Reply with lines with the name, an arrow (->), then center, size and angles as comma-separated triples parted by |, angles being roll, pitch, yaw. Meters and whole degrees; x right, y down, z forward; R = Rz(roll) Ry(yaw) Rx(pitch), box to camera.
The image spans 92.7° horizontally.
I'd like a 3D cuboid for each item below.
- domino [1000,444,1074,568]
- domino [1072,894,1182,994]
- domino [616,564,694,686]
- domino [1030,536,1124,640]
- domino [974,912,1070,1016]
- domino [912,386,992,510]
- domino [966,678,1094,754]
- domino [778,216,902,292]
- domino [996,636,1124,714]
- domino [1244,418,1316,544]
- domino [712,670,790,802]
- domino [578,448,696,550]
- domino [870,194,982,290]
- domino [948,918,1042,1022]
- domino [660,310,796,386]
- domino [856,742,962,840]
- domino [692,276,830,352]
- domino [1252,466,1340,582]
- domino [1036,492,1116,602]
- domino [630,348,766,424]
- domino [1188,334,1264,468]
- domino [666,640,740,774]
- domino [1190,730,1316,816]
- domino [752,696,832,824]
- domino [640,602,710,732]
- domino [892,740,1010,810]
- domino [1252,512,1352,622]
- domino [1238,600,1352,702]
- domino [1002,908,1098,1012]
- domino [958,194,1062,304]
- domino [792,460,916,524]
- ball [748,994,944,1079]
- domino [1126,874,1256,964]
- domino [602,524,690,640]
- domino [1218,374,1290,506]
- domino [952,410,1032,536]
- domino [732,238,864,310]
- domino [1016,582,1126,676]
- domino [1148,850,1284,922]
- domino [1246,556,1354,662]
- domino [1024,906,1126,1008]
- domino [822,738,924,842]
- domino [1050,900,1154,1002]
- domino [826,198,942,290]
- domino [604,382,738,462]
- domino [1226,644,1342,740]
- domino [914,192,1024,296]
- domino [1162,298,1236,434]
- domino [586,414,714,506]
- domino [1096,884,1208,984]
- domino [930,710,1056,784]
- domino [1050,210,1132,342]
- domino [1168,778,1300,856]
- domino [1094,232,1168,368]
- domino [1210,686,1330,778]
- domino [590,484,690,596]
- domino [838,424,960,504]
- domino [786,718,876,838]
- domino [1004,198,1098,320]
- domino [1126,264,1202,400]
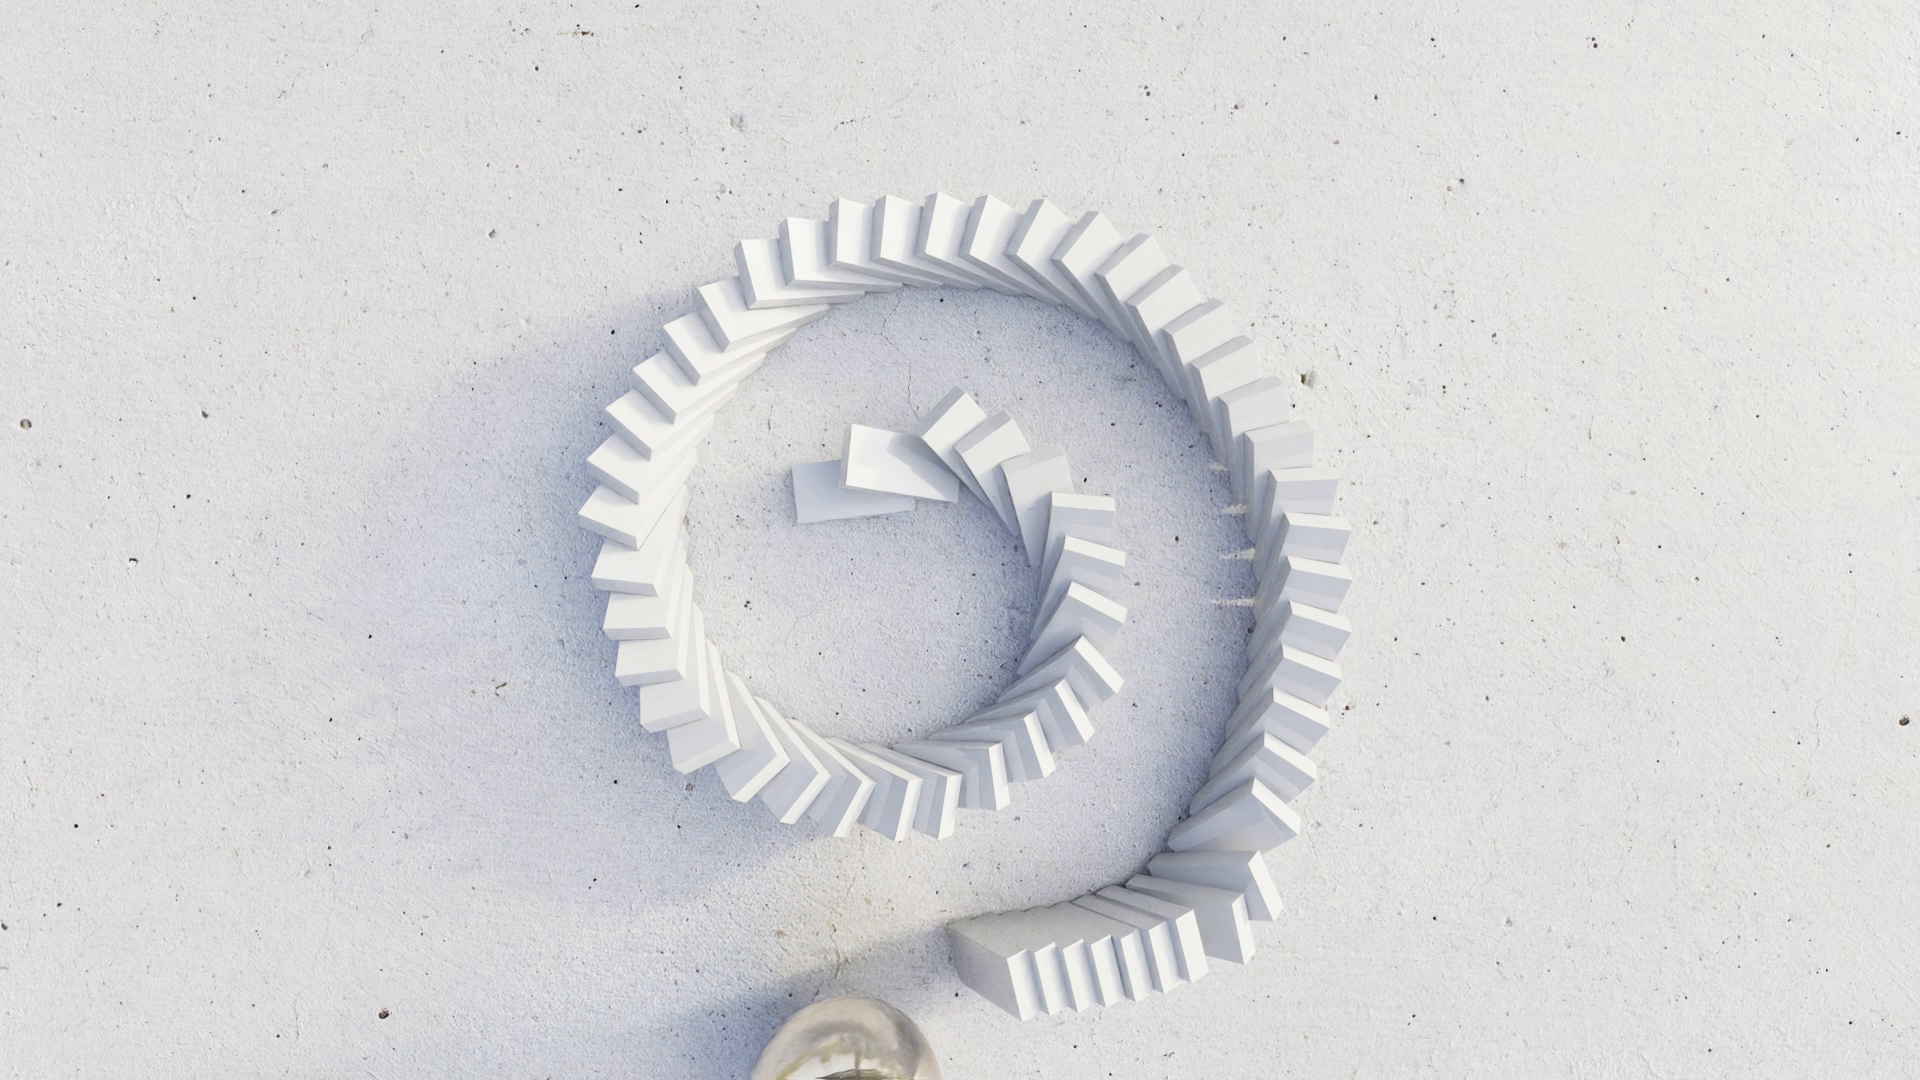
domino -> 0.035, -0.014, 0.381 | 0.025, 0.009, 0.050 | -19, 127, 0
domino -> 0.067, 0.164, 0.376 | 0.010, 0.050, 0.025 | -14, 90, -30
domino -> -0.127, 0.035, 0.382 | 0.025, 0.009, 0.050 | -7, 56, 0
domino -> 0.048, 0.024, 0.382 | 0.025, 0.009, 0.050 | 16, 126, 0
domino -> 0.024, 0.172, 0.376 | 0.010, 0.050, 0.025 | -14, 90, -29
domino -> 0.006, -0.038, 0.381 | 0.025, 0.009, 0.050 | -46, 128, 0
domino -> 0.028, 0.078, 0.382 | 0.050, 0.010, 0.025 | -28, 90, 36
domino -> -0.049, -0.118, 0.382 | 0.050, 0.010, 0.025 | -7, 89, -34
domino -> 0.041, 0.063, 0.381 | 0.025, 0.010, 0.050 | 48, 126, 0
domino -> 0.133, -0.024, 0.382 | 0.025, 0.010, 0.050 | -12, 124, 0
domino -> -0.093, 0.081, 0.382 | 0.025, 0.010, 0.050 | -43, 55, 0
domino -> -0.133, -0.022, 0.382 | 0.025, 0.010, 0.050 | 22, 55, 0
domino -> -0.012, -0.123, 0.382 | 0.050, 0.010, 0.025 | 6, 90, -34
domino -> 0.013, 0.175, 0.376 | 0.010, 0.050, 0.025 | -14, 90, -29
domino -> -0.096, -0.086, 0.382 | 0.050, 0.009, 0.025 | -37, 90, -34
domino -> -0.024, 0.104, 0.381 | 0.050, 0.010, 0.025 | 9, 90, 36
domino -> -0.082, -0.099, 0.382 | 0.050, 0.009, 0.025 | -31, 90, -34
domino -> 0.139, -0.006, 0.382 | 0.025, 0.009, 0.050 | -3, 124, -1
domino -> 0.048, 0.005, 0.381 | 0.025, 0.010, 0.050 | 5, 126, 0
domino -> -0.108, -0.072, 0.382 | 0.025, 0.009, 0.050 | 45, 56, 0
domino -> 0.115, -0.057, 0.382 | 0.025, 0.010, 0.050 | -27, 123, 0
domino -> -0.110, 0.069, 0.382 | 0.025, 0.009, 0.050 | -25, 55, 1
domino -> 0.121, 0.104, 0.382 | 0.025, 0.009, 0.050 | 33, 123, 0
domino -> -0.078, 0.091, 0.382 | 0.050, 0.010, 0.025 | 39, 90, 35
domino -> -0.120, 0.052, 0.382 | 0.025, 0.010, 0.050 | -16, 55, 0
domino -> -0.004, 0.097, 0.382 | 0.050, 0.009, 0.025 | -8, 90, 35
domino -> 0.142, 0.013, 0.382 | 0.025, 0.009, 0.050 | 6, 123, -1
domino -> 0.139, 0.051, 0.382 | 0.025, 0.009, 0.050 | 18, 123, 0
domino -> 0.035, 0.171, 0.376 | 0.010, 0.050, 0.025 | -14, 90, -29
domino -> 0.025, -0.120, 0.382 | 0.050, 0.009, 0.025 | 18, 90, -33
domino -> -0.046, -0.022, 0.395 | 0.050, 0.009, 0.025 | -7, 90, 0
ball -> -0.045, 0.223, 0.360 | 0.080, 0.080, 0.080 | 0, 90, 0
domino -> 0.094, 0.156, 0.378 | 0.050, 0.009, 0.025 | -8, 96, 45
domino -> -0.130, 0.017, 0.382 | 0.025, 0.010, 0.050 | -2, 56, 0
domino -> 0.125, -0.041, 0.382 | 0.025, 0.009, 0.050 | -20, 123, 0
domino -> 0.020, -0.027, 0.381 | 0.025, 0.009, 0.050 | -35, 128, 0
domino -> -0.067, -0.112, 0.382 | 0.050, 0.009, 0.025 | -15, 90, -34
domino -> 0.046, 0.042, 0.381 | 0.025, 0.010, 0.050 | 27, 127, 0
domino -> 0.104, 0.143, 0.378 | 0.009, 0.050, 0.025 | -26, 92, -44
domino -> 0.141, 0.032, 0.382 | 0.025, 0.009, 0.050 | 11, 123, 0
domino -> 0.045, 0.170, 0.376 | 0.009, 0.050, 0.025 | -14, 90, -29
domino -> -0.040, 0.103, 0.381 | 0.050, 0.010, 0.025 | 15, 93, 36
domino -> 0.057, 0.168, 0.376 | 0.010, 0.050, 0.025 | -14, 90, -30
domino -> -0.030, -0.123, 0.382 | 0.050, 0.009, 0.025 | 3, 90, -34
domino -> -0.120, -0.058, 0.382 | 0.025, 0.010, 0.050 | 41, 56, 1
domino -> 0.134, 0.068, 0.382 | 0.025, 0.010, 0.050 | 21, 123, 0
domino -> 0.007, -0.123, 0.382 | 0.050, 0.010, 0.025 | 12, 90, -33
domino -> 0.104, -0.072, 0.382 | 0.025, 0.010, 0.050 | -30, 123, 0
domino -> -0.128, -0.040, 0.382 | 0.025, 0.009, 0.050 | 32, 56, 1
domino -> 0.078, 0.160, 0.376 | 0.009, 0.050, 0.025 | -14, 90, -30
domino -> 0.013, 0.088, 0.382 | 0.050, 0.010, 0.025 | -19, 90, 35
domino -> 0.062, -0.109, 0.382 | 0.050, 0.010, 0.025 | 39, 89, -34
domino -> 0.113, 0.121, 0.382 | 0.025, 0.009, 0.050 | 42, 126, 0
domino -> 0.079, -0.099, 0.382 | 0.025, 0.009, 0.050 | -41, 123, -1
domino -> 0.128, 0.086, 0.383 | 0.025, 0.010, 0.050 | 26, 123, 0
domino -> -0.132, -0.002, 0.382 | 0.025, 0.010, 0.050 | 6, 56, 0
domino -> -0.024, -0.031, 0.384 | 0.050, 0.009, 0.025 | 8, 84, -25
domino -> -0.060, 0.098, 0.382 | 0.050, 0.009, 0.025 | 28, 90, 35
domino -> 0.044, -0.116, 0.382 | 0.050, 0.009, 0.025 | 28, 90, -34
domino -> 0.091, -0.086, 0.382 | 0.025, 0.009, 0.050 | -38, 123, 0
